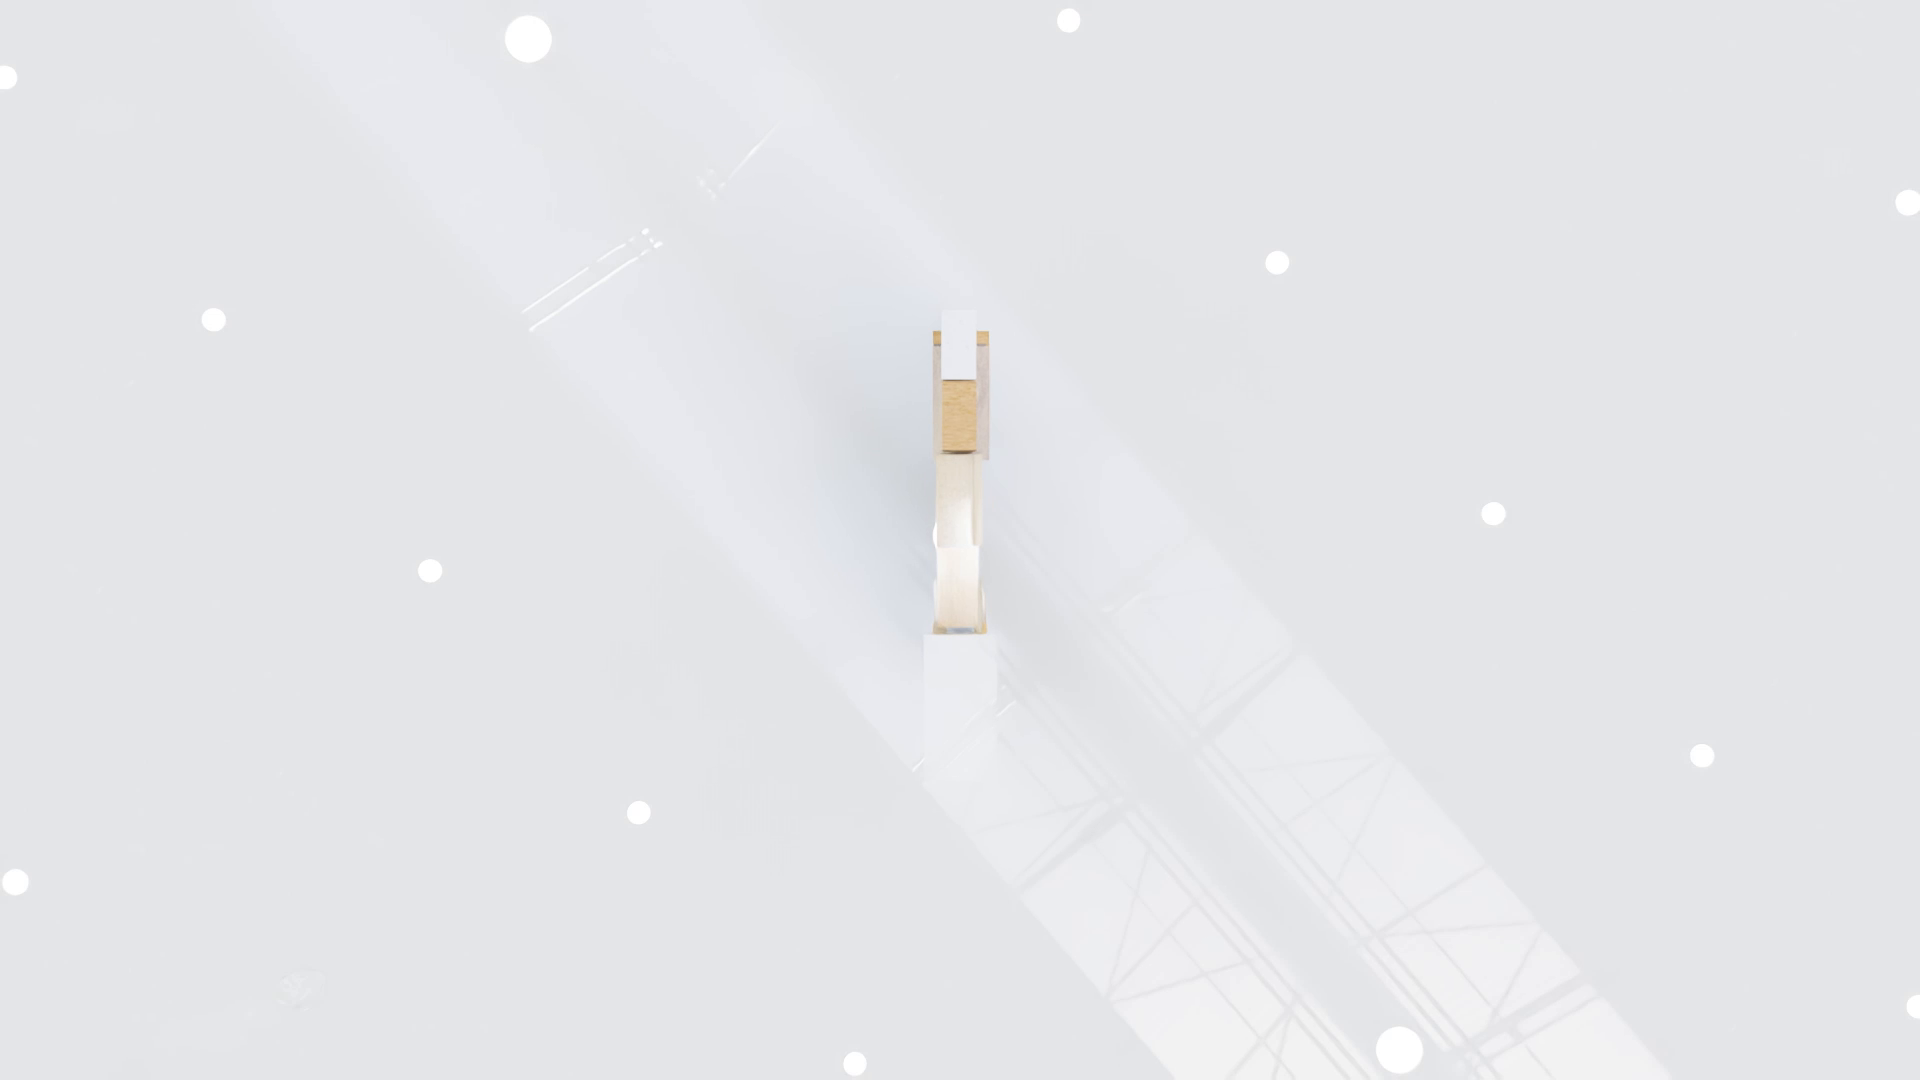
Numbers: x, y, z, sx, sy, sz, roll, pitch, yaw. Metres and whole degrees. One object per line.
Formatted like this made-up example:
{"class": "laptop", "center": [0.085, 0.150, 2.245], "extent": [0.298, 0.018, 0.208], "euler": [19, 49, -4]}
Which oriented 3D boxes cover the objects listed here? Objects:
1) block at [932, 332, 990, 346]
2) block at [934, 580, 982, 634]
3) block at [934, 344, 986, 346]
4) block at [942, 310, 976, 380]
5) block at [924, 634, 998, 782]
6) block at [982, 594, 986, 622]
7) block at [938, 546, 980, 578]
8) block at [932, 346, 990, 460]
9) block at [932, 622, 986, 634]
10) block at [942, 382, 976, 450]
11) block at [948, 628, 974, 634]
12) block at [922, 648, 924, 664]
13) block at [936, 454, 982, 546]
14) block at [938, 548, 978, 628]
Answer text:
{"class": "block", "center": [0.003, -0.472, 5.127], "extent": [0.174, 0.049, 0.348], "euler": [0, 90, 0]}
{"class": "block", "center": [-0.004, 0.241, 4.492], "extent": [0.131, 0.037, 0.263], "euler": [0, 90, 0]}
{"class": "block", "center": [0.000, -0.395, 4.578], "extent": [0.145, 0.041, 0.291], "euler": [0, 90, 0]}
{"class": "block", "center": [-0.003, -0.478, 4.044], "extent": [0.085, 0.024, 0.169], "euler": [0, 90, 0]}
{"class": "block", "center": [0.001, 0.391, 3.855], "extent": [0.170, 0.048, 0.340], "euler": [0, 90, 0]}
{"class": "block", "center": [0.002, 0.329, 5.155], "extent": [0.161, 0.046, 0.322], "euler": [0, 90, 0]}
{"class": "block", "center": [-0.004, -0.013, 4.625], "extent": [0.118, 0.034, 0.237], "euler": [0, 90, 0]}
{"class": "block", "center": [0.002, -0.351, 4.245], "extent": [0.146, 0.041, 0.292], "euler": [0, 90, 0]}
{"class": "block", "center": [0.000, 0.398, 4.796], "extent": [0.157, 0.044, 0.314], "euler": [0, 90, 0]}
{"class": "block", "center": [-0.002, -0.303, 4.045], "extent": [0.084, 0.024, 0.167], "euler": [0, 90, 0]}
{"class": "block", "center": [0.001, 0.200, 4.324], "extent": [0.070, 0.020, 0.140], "euler": [0, 90, 0]}
{"class": "block", "center": [-0.001, 0.277, 4.050], "extent": [0.170, 0.340, 0.048], "euler": [0, 90, 0]}
{"class": "block", "center": [-0.002, -0.098, 4.116], "extent": [0.114, 0.032, 0.229], "euler": [0, 90, 1]}
{"class": "block", "center": [-0.006, 0.117, 4.103], "extent": [0.099, 0.028, 0.197], "euler": [0, 90, 0]}
